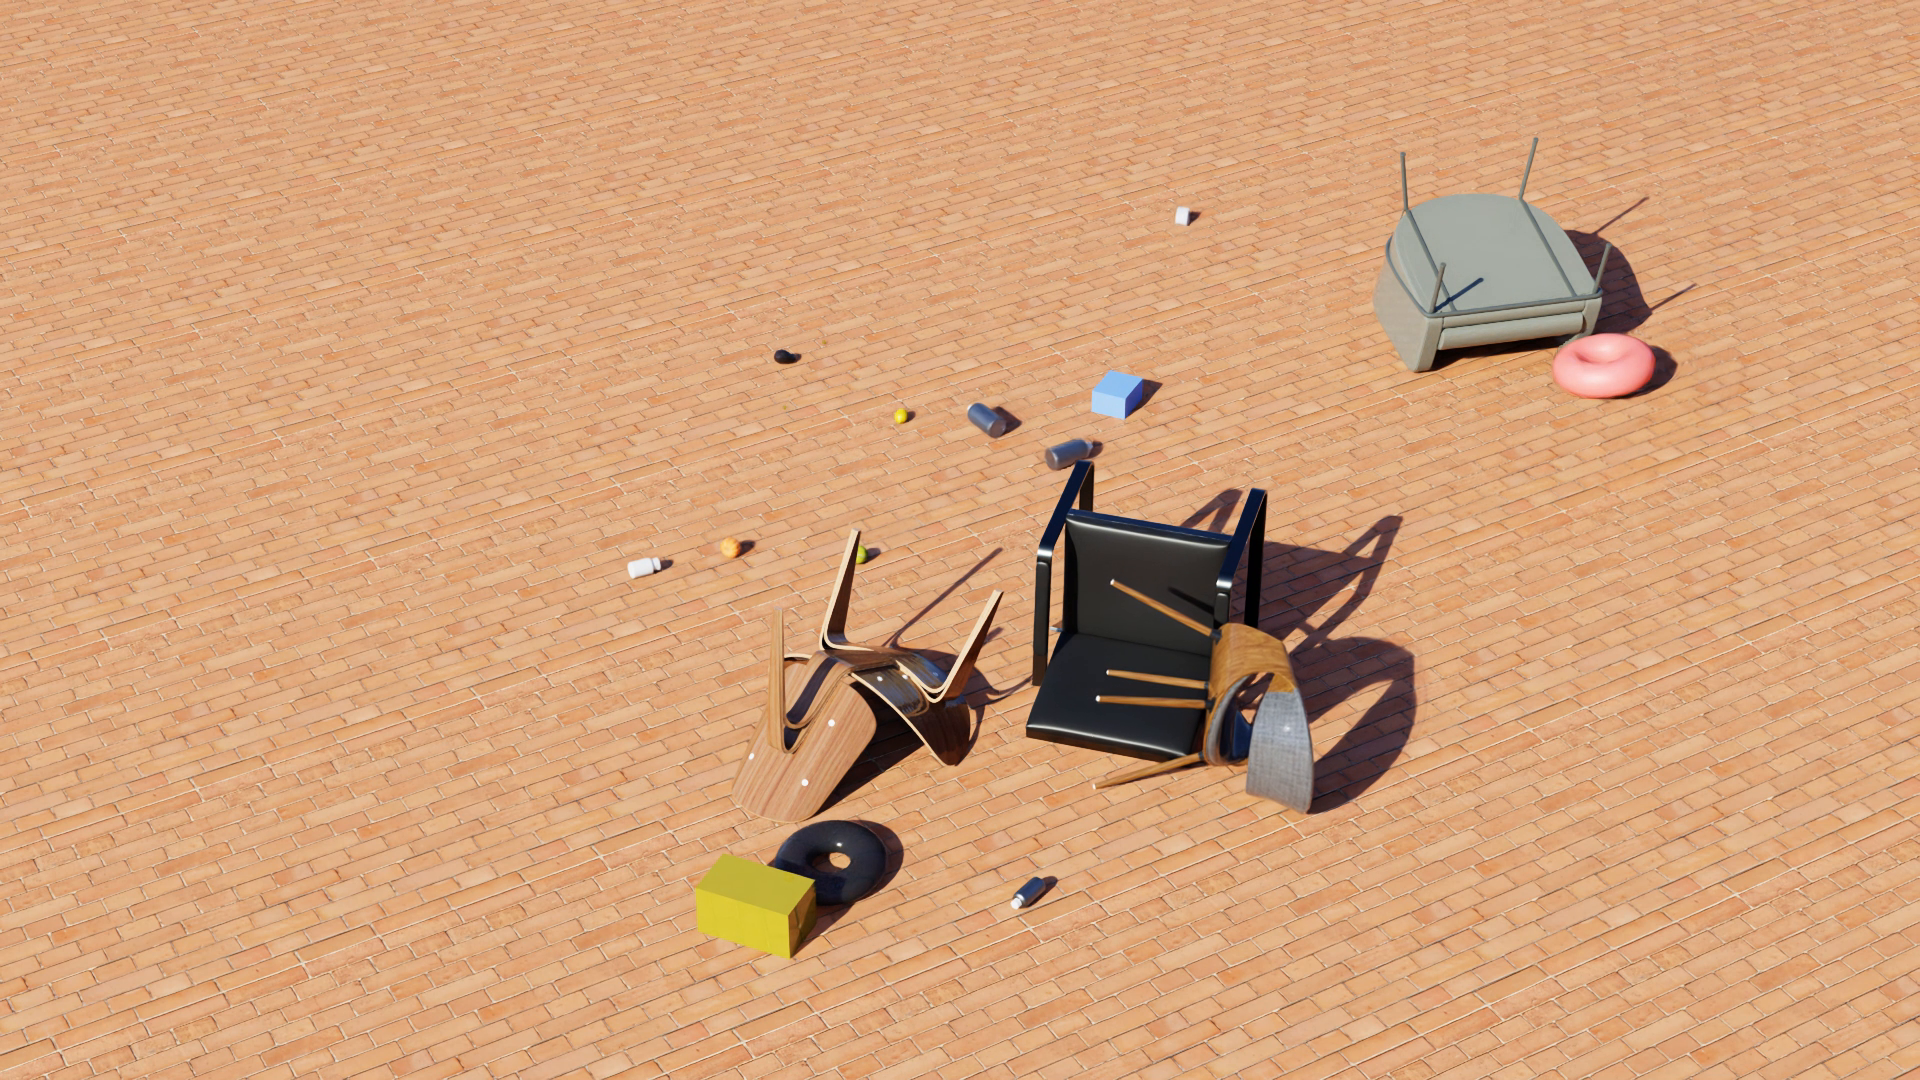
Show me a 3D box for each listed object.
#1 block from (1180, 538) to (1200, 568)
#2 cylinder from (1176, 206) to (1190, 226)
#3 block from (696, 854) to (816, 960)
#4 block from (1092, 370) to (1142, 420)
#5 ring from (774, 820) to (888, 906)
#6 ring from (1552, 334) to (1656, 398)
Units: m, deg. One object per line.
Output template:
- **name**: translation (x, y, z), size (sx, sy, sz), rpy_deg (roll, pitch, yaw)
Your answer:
- **block**: translation (0.851, 0.048, 10.810), size (0.049, 0.067, 0.082), rpy_deg (11, 35, 16)
- **cylinder**: translation (0.993, -1.445, 13.073), size (0.051, 0.061, 0.080), rpy_deg (8, 78, 12)
- **block**: translation (-0.630, 1.131, 9.068), size (0.319, 0.175, 0.184), rpy_deg (14, 36, 20)
- **block**: translation (0.630, -0.582, 11.740), size (0.143, 0.096, 0.181), rpy_deg (15, 36, 21)
- **ring**: translation (-0.410, 1.024, 9.317), size (0.358, 0.082, 0.402), rpy_deg (11, 34, 15)
- **ring**: translation (2.600, -0.705, 11.841), size (0.413, 0.142, 0.399), rpy_deg (13, 37, 39)
